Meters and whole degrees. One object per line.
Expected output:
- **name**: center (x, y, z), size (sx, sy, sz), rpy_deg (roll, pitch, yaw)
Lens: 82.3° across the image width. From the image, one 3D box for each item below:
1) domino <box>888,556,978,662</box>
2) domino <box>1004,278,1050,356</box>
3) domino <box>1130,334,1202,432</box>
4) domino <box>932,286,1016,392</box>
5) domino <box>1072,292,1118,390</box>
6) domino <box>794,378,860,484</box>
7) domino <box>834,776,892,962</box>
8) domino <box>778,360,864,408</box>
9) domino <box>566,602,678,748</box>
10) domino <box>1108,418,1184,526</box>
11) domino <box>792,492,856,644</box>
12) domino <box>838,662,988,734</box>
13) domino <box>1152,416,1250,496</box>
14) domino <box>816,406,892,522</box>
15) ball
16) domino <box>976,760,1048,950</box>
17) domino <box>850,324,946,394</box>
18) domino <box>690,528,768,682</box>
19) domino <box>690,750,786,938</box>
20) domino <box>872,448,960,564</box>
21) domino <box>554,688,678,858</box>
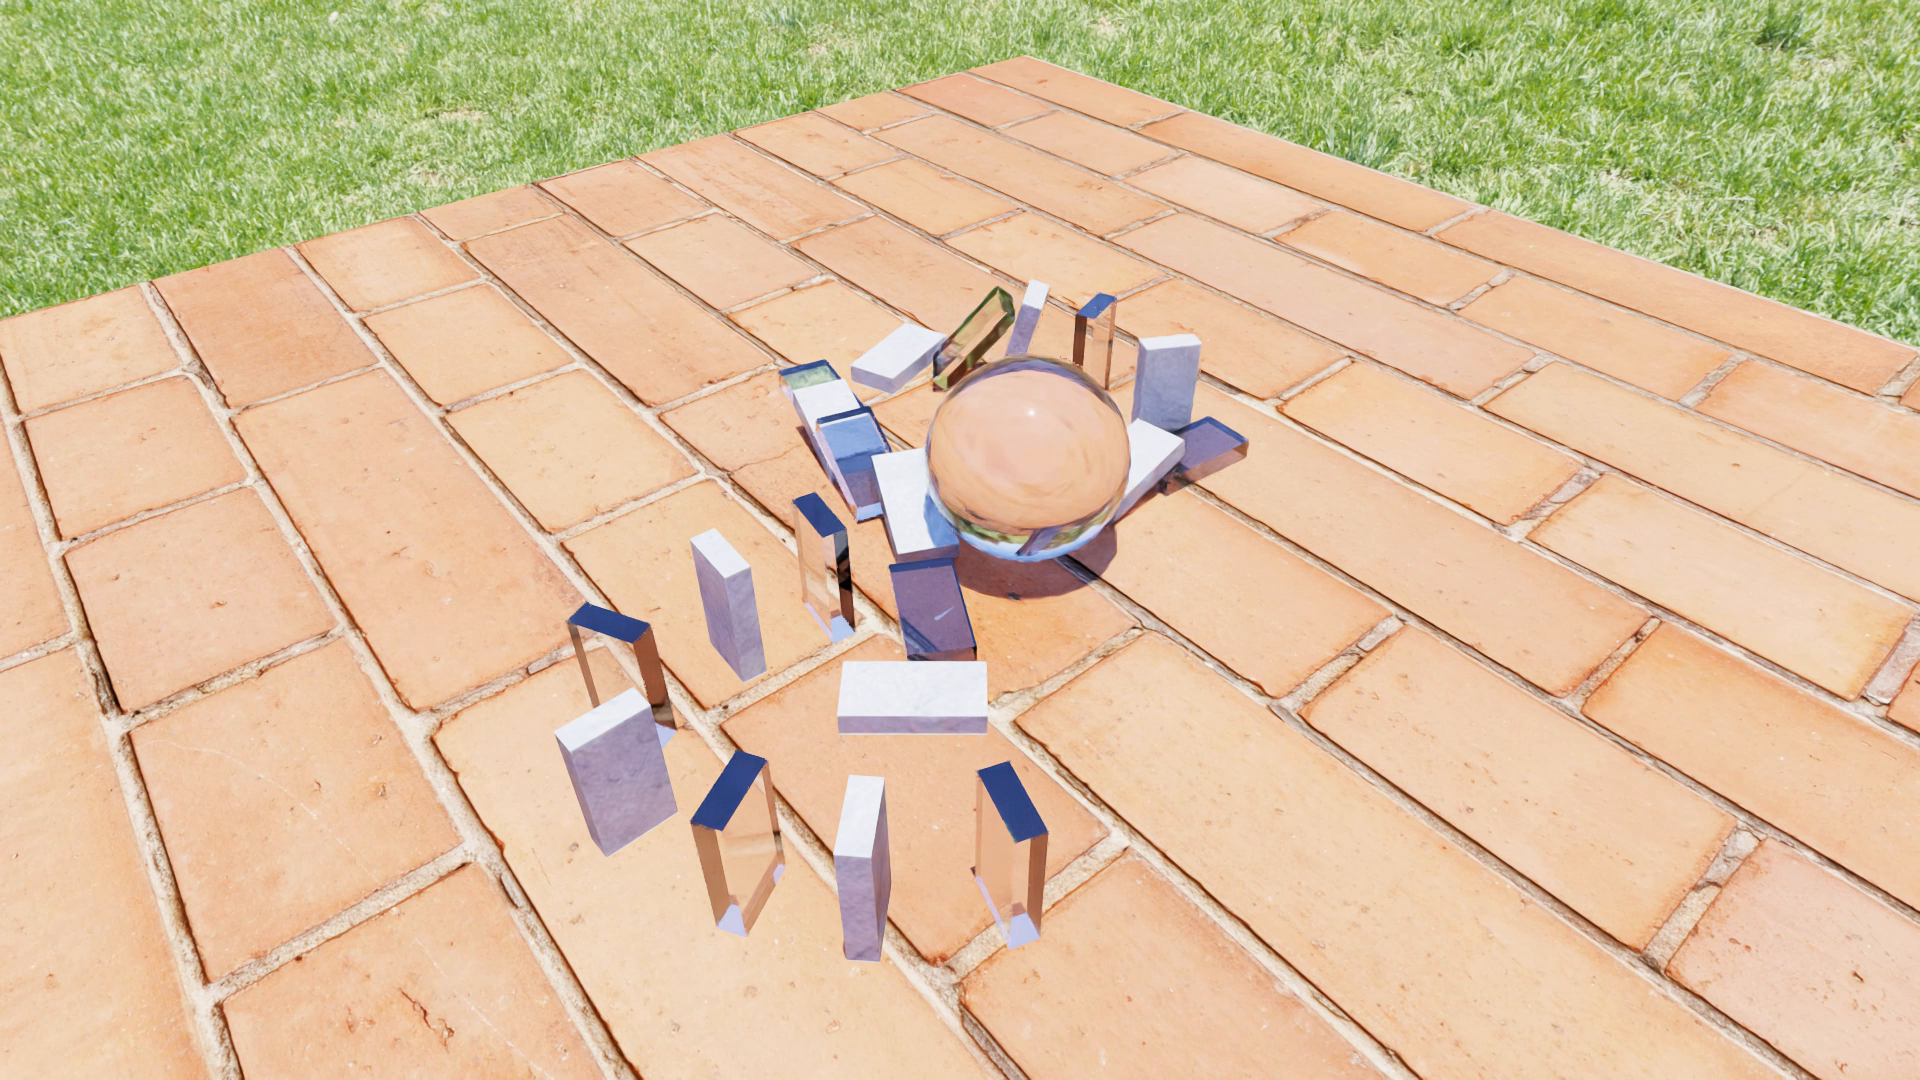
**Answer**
- **domino**: center (-0.011, 0.027, 0.410), size (0.025, 0.010, 0.050), rpy_deg (-7, 40, -8)
- **domino**: center (0.029, -0.097, 0.529), size (0.010, 0.050, 0.025), rpy_deg (19, 41, -1)
- **domino**: center (0.092, -0.067, 0.493), size (0.025, 0.050, 0.010), rpy_deg (-7, 39, -9)
- **domino**: center (0.006, -0.098, 0.535), size (0.010, 0.050, 0.025), rpy_deg (32, 31, -26)
- **domino**: center (0.063, -0.088, 0.519), size (0.010, 0.050, 0.025), rpy_deg (20, 43, 23)
- **domino**: center (-0.055, -0.050, 0.494), size (0.025, 0.010, 0.050), rpy_deg (-17, 57, -19)
- **domino**: center (-0.026, 0.091, 0.301), size (0.009, 0.050, 0.025), rpy_deg (3, 39, 4)
- **domino**: center (-0.066, -0.068, 0.527), size (0.025, 0.010, 0.050), rpy_deg (-18, 43, -21)
- **domino**: center (-0.109, 0.045, 0.357), size (0.025, 0.050, 0.009), rpy_deg (15, 42, 18)
- **domino**: center (0.070, -0.029, 0.469), size (0.025, 0.010, 0.050), rpy_deg (31, 63, 35)
- **domino**: center (-0.049, 0.010, 0.399), size (0.009, 0.050, 0.025), rpy_deg (-21, 44, -24)
- **domino**: center (-0.016, 0.054, 0.378), size (0.050, 0.009, 0.025), rpy_deg (0, 39, 0)
- **domino**: center (0.102, -0.038, 0.490), size (0.050, 0.010, 0.025), rpy_deg (-25, 45, -27)
- **domino**: center (-0.042, -0.034, 0.472), size (0.025, 0.010, 0.050), rpy_deg (-17, 61, -19)
- **ball**: center (0.026, -0.031, 0.426), size (0.080, 0.080, 0.080), rpy_deg (0, 39, 0)
- **domino**: center (0.014, 0.088, 0.304), size (0.010, 0.050, 0.025), rpy_deg (-14, 41, -17)
- **domino**: center (-0.031, -0.092, 0.556), size (0.025, 0.009, 0.050), rpy_deg (21, 44, 23)
- **domino**: center (-0.080, 0.023, 0.383), size (0.009, 0.050, 0.025), rpy_deg (-26, 46, -28)
- **domino**: center (-0.061, 0.085, 0.307), size (0.010, 0.050, 0.025), rpy_deg (13, 41, 15)
- **domino**: center (-0.019, -0.014, 0.450), size (0.025, 0.009, 0.050), rpy_deg (-10, 57, -12)
- **domino**: center (-0.101, 0.070, 0.326), size (0.025, 0.050, 0.010), rpy_deg (-30, 48, -32)
